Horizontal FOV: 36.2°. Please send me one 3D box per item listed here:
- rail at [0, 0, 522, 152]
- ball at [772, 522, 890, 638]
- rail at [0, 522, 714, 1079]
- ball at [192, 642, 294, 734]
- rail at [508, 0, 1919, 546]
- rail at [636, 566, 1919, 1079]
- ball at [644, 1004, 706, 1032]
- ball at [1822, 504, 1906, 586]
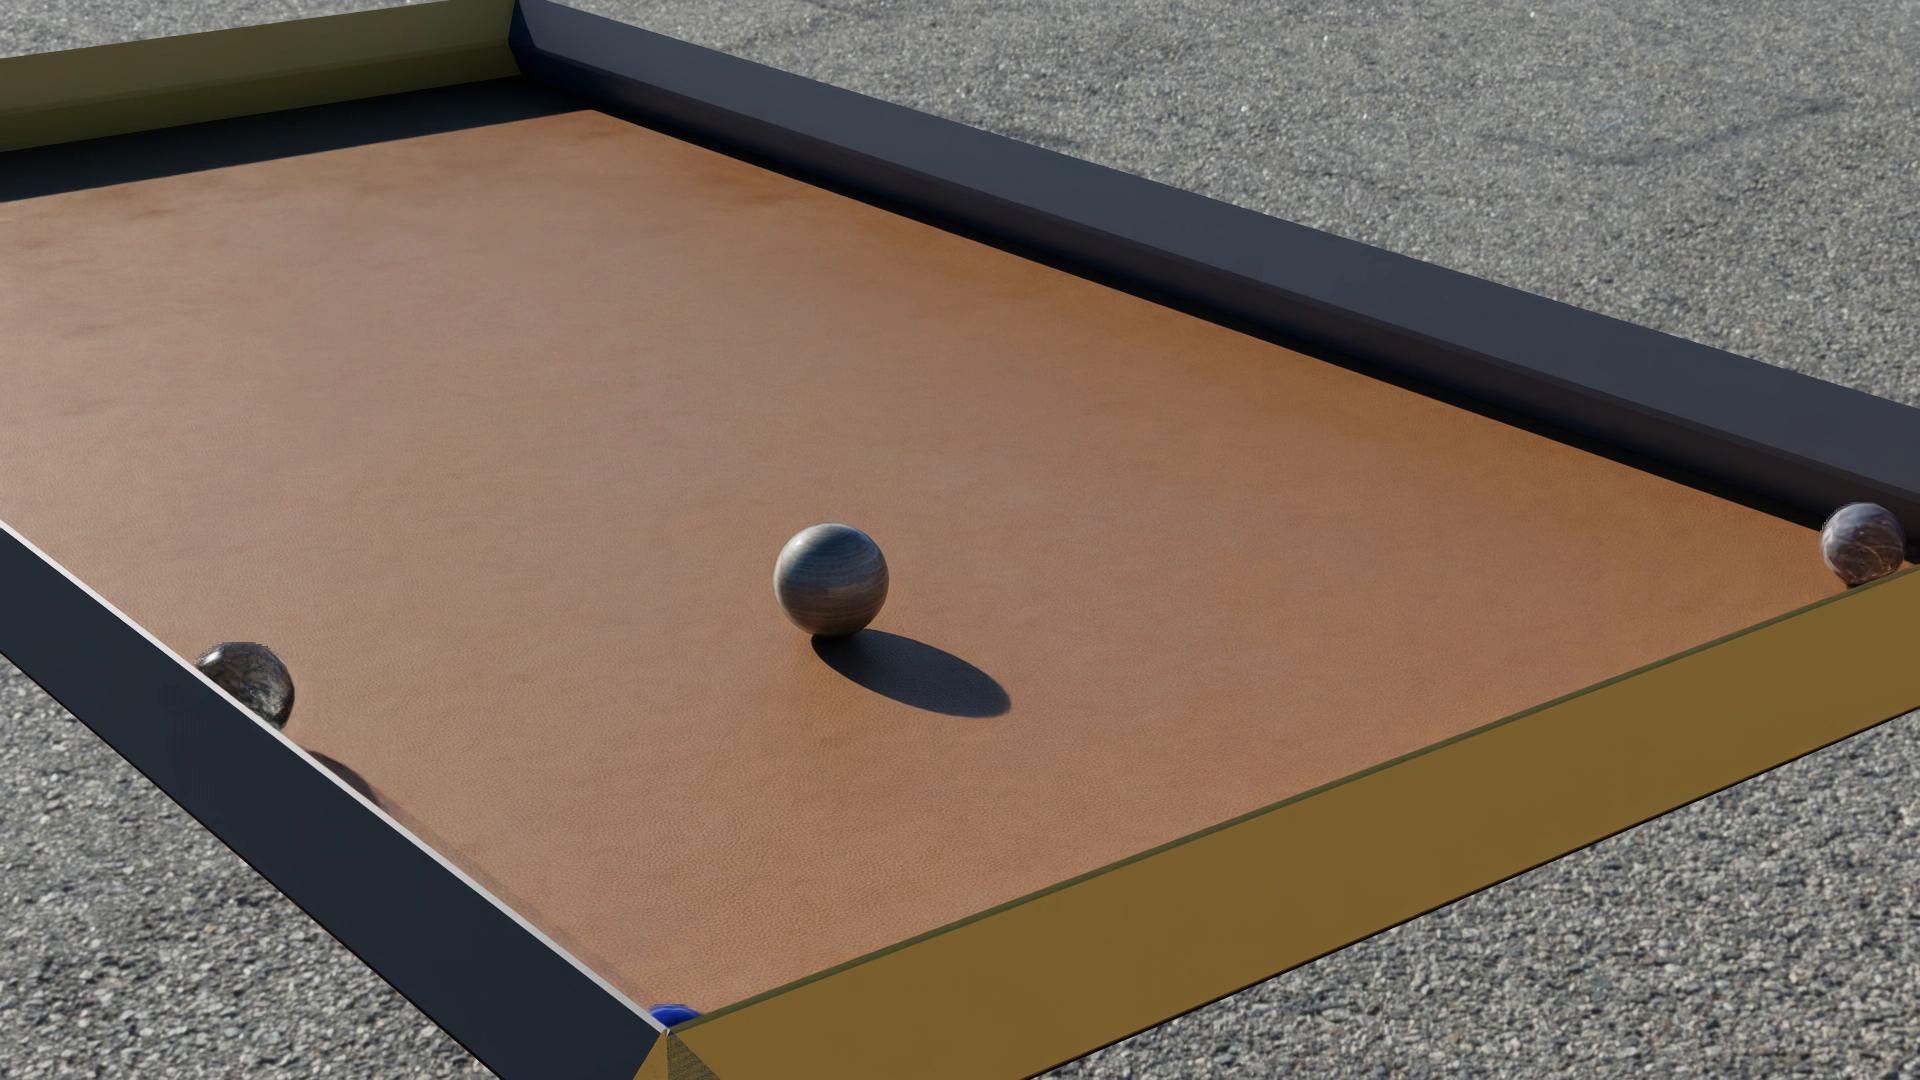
[{"bbox_3d":[-1.235,-0.606,4.052,1.459,0.126,0.045,-16,26,-35],"label":"rail"},{"bbox_3d":[-0.107,0.033,2.445,0.097,0.097,0.097,0,21,0],"label":"ball"},{"bbox_3d":[-0.975,-0.066,2.660,0.045,0.126,2.729,-16,26,-35],"label":"rail"},{"bbox_3d":[-0.550,0.119,2.244,0.082,0.082,0.082,0,21,0],"label":"ball"},{"bbox_3d":[0.143,-0.378,3.463,0.045,0.126,2.729,-16,26,-35],"label":"rail"},{"bbox_3d":[0.402,0.162,2.071,1.459,0.126,0.045,-16,26,-35],"label":"rail"},{"bbox_3d":[-0.174,0.313,1.767,0.066,0.066,0.066,0,21,0],"label":"ball"},{"bbox_3d":[0.786,0.004,2.557,0.071,0.071,0.071,0,21,0],"label":"ball"}]
